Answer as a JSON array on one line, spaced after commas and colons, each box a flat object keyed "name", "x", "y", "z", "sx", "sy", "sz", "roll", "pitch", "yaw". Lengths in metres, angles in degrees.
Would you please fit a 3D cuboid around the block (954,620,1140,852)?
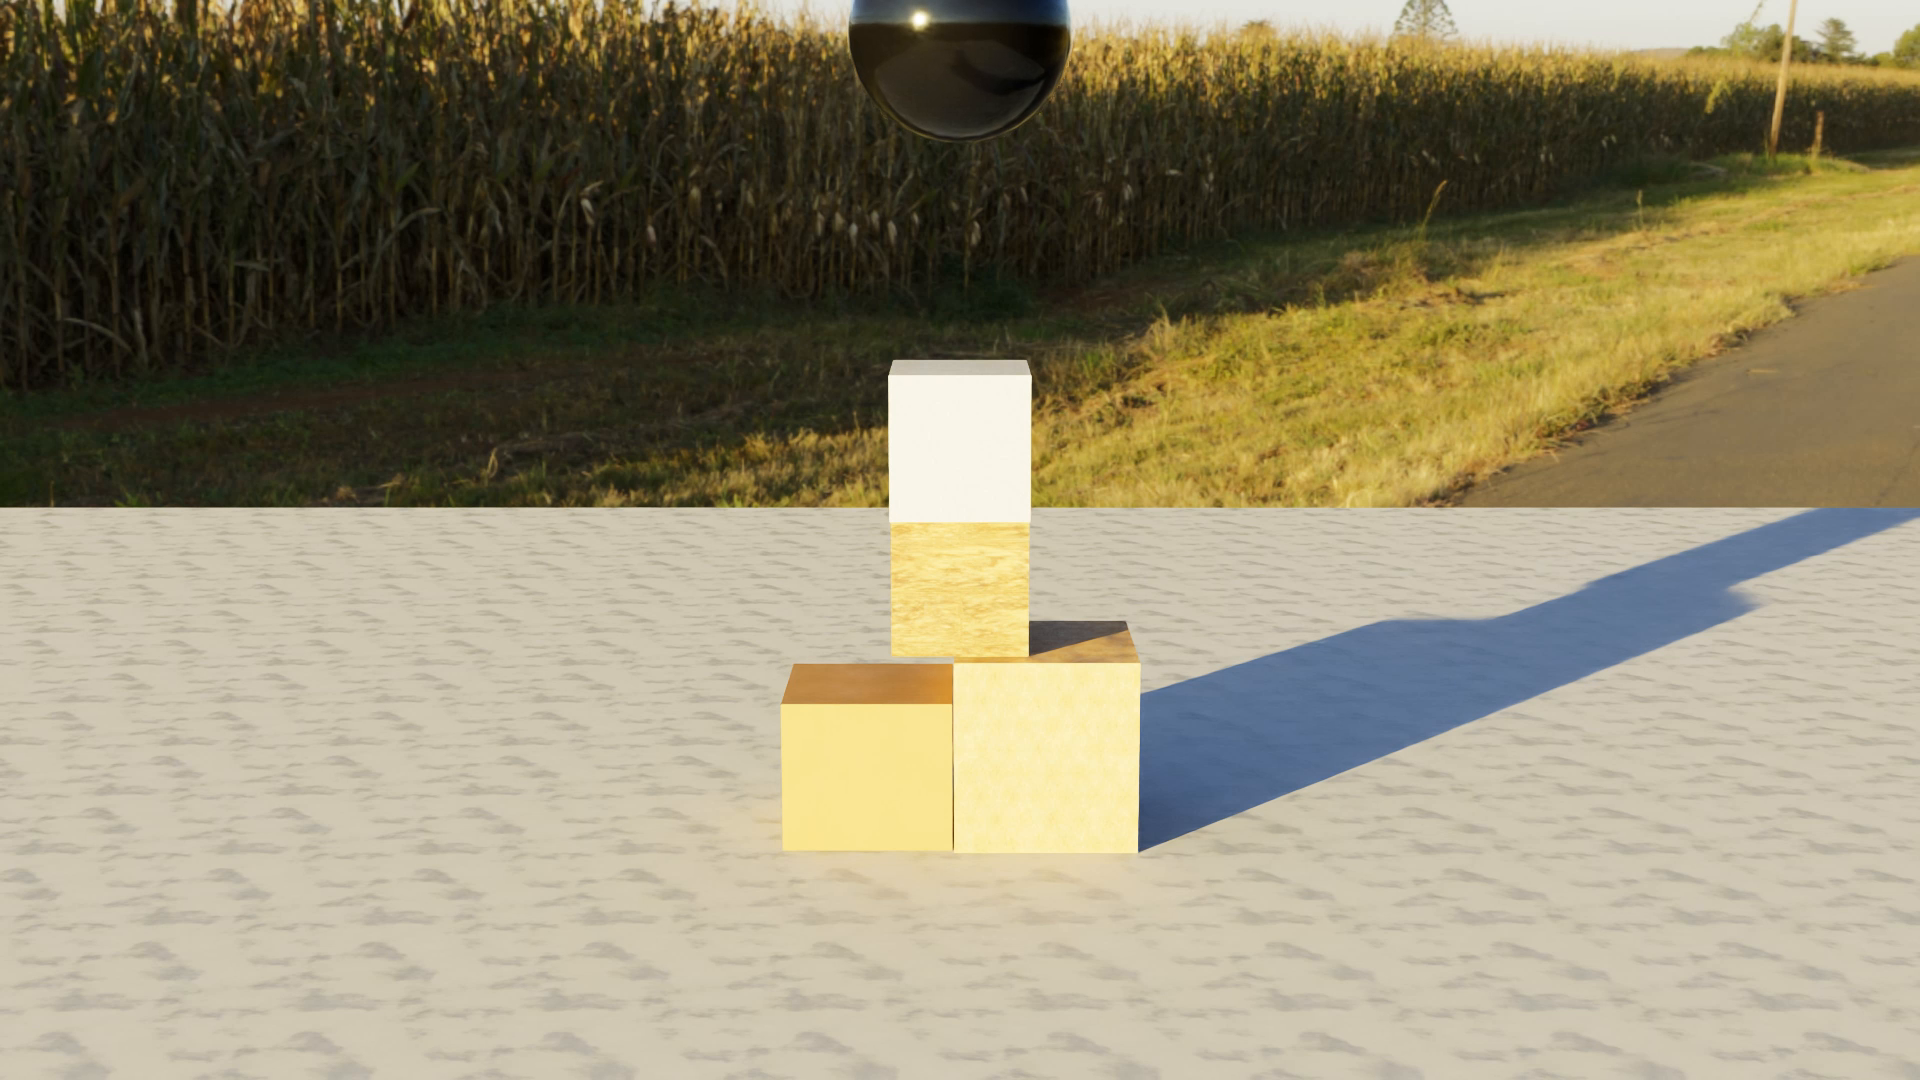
[{"name": "block", "x": 0.429, "y": 0.997, "z": 11.369, "sx": 0.915, "sy": 0.972, "sz": 0.976, "roll": 0, "pitch": 10, "yaw": 0}]

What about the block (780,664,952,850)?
[{"name": "block", "x": -0.463, "y": 1.107, "z": 11.373, "sx": 0.848, "sy": 0.753, "sz": 0.862, "roll": 0, "pitch": 10, "yaw": 0}]

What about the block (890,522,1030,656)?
[{"name": "block", "x": 0.000, "y": 0.186, "z": 11.196, "sx": 0.681, "sy": 0.686, "sz": 0.645, "roll": 0, "pitch": 10, "yaw": 0}]

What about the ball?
[{"name": "ball", "x": 0.000, "y": -3.643, "z": 15.706, "sx": 1.600, "sy": 1.600, "sz": 1.600, "roll": 0, "pitch": 10, "yaw": 0}]

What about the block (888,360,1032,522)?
[{"name": "block", "x": 0.000, "y": -0.510, "z": 11.087, "sx": 0.690, "sy": 0.722, "sz": 0.770, "roll": 0, "pitch": 10, "yaw": 0}]
